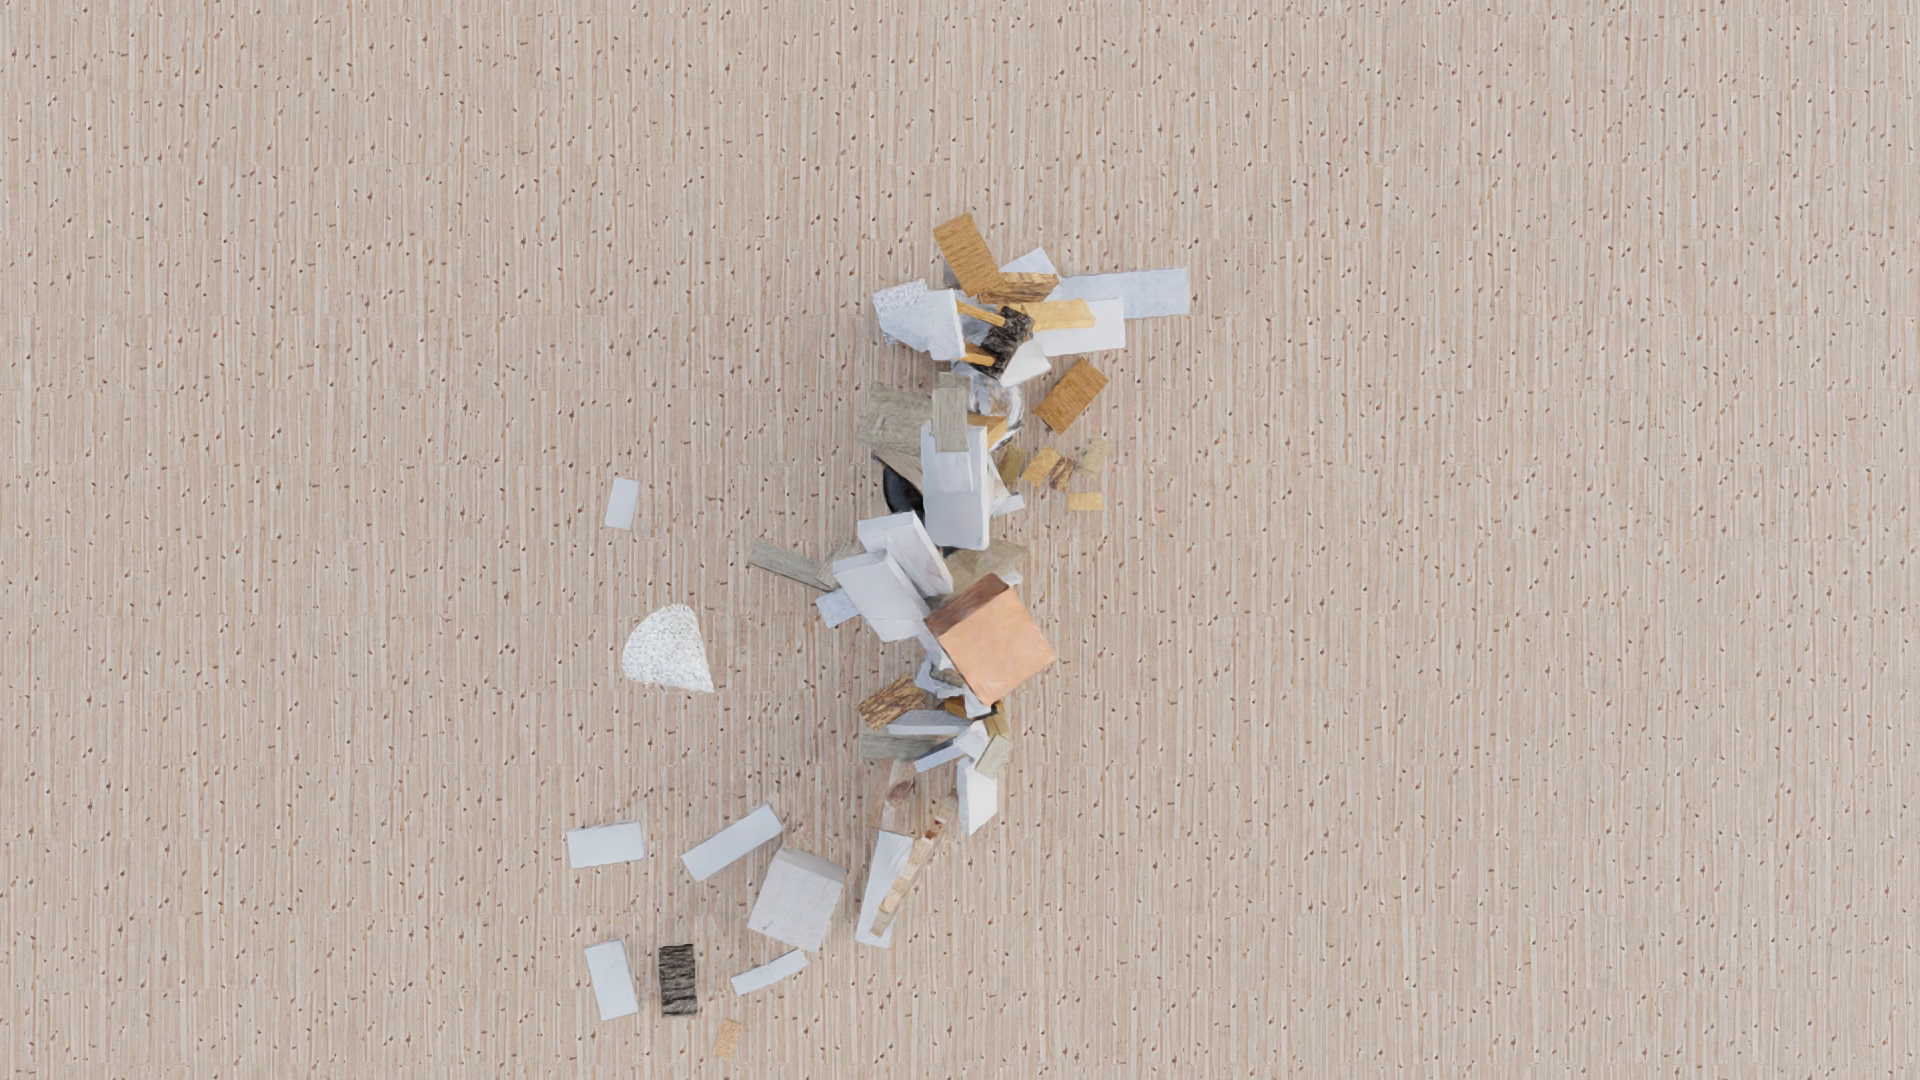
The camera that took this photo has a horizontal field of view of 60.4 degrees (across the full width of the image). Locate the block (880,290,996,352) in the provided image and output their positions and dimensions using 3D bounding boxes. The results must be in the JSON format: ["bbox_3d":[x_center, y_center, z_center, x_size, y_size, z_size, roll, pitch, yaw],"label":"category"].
[{"bbox_3d":[-0.060,-0.687,5.143,0.177,0.354,0.050,34,129,29],"label":"block"}]

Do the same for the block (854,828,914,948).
[{"bbox_3d":[-0.251,1.157,5.478,0.114,0.032,0.374,13,90,1],"label":"block"}]

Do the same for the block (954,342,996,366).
[{"bbox_3d":[0.010,-0.537,4.684,0.095,0.189,0.027,37,109,31],"label":"block"}]

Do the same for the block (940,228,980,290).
[{"bbox_3d":[0.002,-0.846,5.059,0.113,0.881,0.032,-10,90,0],"label":"block"}]

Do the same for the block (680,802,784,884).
[{"bbox_3d":[-0.756,1.006,5.485,0.338,0.029,0.103,-31,90,0],"label":"block"}]

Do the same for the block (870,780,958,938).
[{"bbox_3d":[-0.099,0.956,5.206,0.040,0.686,0.140,27,134,9],"label":"block"}]

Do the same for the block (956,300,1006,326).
[{"bbox_3d":[0.027,-0.650,4.669,0.189,0.095,0.027,17,98,-22],"label":"block"}]

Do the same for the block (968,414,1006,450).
[{"bbox_3d":[0.018,-0.311,4.771,0.176,0.352,0.050,5,103,10],"label":"block"}]

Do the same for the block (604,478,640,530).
[{"bbox_3d":[-1.124,-0.121,5.489,0.081,0.023,0.162,13,90,0],"label":"block"}]

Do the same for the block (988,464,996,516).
[{"bbox_3d":[0.012,-0.121,4.912,0.176,0.352,0.050,-23,107,10],"label":"block"}]

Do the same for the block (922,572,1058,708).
[{"bbox_3d":[0.079,0.269,4.508,0.237,0.237,0.237,-35,104,-4],"label":"block"}]

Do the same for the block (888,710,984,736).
[{"bbox_3d":[-0.067,0.592,5.346,0.341,0.117,0.033,-5,106,38],"label":"block"}]

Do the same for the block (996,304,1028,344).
[{"bbox_3d":[0.173,-0.671,5.137,0.042,0.297,0.148,-27,113,19],"label":"block"}]

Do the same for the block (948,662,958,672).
[{"bbox_3d":[0.001,0.308,5.194,0.136,0.272,0.039,20,46,27],"label":"block"}]

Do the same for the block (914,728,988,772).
[{"bbox_3d":[-0.014,0.669,5.333,0.280,0.140,0.040,-29,91,43],"label":"block"}]

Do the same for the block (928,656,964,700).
[{"bbox_3d":[-0.040,0.398,5.435,0.117,0.033,0.234,-10,89,-15],"label":"block"}]

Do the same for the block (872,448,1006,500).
[{"bbox_3d":[-0.066,-0.220,5.190,0.393,0.050,0.177,37,83,-11],"label":"block"}]

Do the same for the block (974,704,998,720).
[{"bbox_3d":[0.066,0.509,5.153,0.075,0.150,0.021,-17,115,-4],"label":"block"}]

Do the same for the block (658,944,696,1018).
[{"bbox_3d":[-0.937,1.463,5.470,0.114,0.032,0.228,-3,91,-13],"label":"block"}]

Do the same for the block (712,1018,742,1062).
[{"bbox_3d":[-0.774,1.663,5.491,0.064,0.018,0.128,18,90,0],"label":"block"}]

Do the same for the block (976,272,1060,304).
[{"bbox_3d":[0.172,-0.739,4.851,0.226,0.113,0.032,-6,66,-35],"label":"block"}]

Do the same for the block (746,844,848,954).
[{"bbox_3d":[-0.526,1.167,5.381,0.239,0.239,0.239,21,90,0],"label":"block"}]

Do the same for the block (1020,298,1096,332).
[{"bbox_3d":[0.290,-0.665,4.873,0.201,0.028,0.100,-7,47,-22],"label":"block"}]

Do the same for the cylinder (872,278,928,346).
[{"bbox_3d":[-0.179,-0.748,5.411,0.179,0.179,0.179,-16,90,0],"label":"cylinder"}]

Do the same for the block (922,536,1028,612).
[{"bbox_3d":[0.022,0.100,5.047,0.161,0.786,0.046,17,106,14],"label":"block"}]

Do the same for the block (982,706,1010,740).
[{"bbox_3d":[0.107,0.565,5.113,0.065,0.131,0.018,-4,125,-14],"label":"block"}]

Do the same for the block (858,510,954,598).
[{"bbox_3d":[-0.147,0.048,4.533,0.161,0.322,0.046,-10,50,16],"label":"block"}]

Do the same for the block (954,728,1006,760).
[{"bbox_3d":[0.062,0.647,5.108,0.065,0.018,0.185,-38,129,16],"label":"block"}]

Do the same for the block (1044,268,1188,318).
[{"bbox_3d":[0.435,-0.797,5.425,0.613,0.042,0.149,-4,105,7],"label":"block"}]

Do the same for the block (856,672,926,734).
[{"bbox_3d":[-0.229,0.539,5.464,0.210,0.030,0.105,-33,82,-8],"label":"block"}]

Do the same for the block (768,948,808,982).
[{"bbox_3d":[-0.575,1.413,5.491,0.128,0.018,0.064,-27,90,0],"label":"block"}]

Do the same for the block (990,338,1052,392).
[{"bbox_3d":[0.167,-0.516,4.863,0.201,0.028,0.100,-27,84,-36],"label":"block"}]

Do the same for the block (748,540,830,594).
[{"bbox_3d":[-0.553,0.088,5.474,0.288,0.023,0.081,20,75,2],"label":"block"}]

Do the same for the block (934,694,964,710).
[{"bbox_3d":[0.024,0.528,5.485,0.103,0.029,0.206,45,90,0],"label":"block"}]

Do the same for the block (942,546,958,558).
[{"bbox_3d":[-0.007,0.029,5.415,0.024,0.172,0.086,-9,86,26],"label":"block"}]

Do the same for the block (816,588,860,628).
[{"bbox_3d":[-0.297,0.169,5.485,0.360,0.030,0.105,-25,90,0],"label":"block"}]

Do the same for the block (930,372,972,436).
[{"bbox_3d":[-0.025,-0.362,4.472,0.088,0.025,0.176,12,110,10],"label":"block"}]

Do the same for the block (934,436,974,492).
[{"bbox_3d":[-0.017,-0.212,4.508,0.088,0.025,0.176,3,123,15],"label":"block"}]

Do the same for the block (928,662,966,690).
[{"bbox_3d":[0.000,0.348,5.412,0.127,0.036,0.255,22,81,-13],"label":"block"}]
